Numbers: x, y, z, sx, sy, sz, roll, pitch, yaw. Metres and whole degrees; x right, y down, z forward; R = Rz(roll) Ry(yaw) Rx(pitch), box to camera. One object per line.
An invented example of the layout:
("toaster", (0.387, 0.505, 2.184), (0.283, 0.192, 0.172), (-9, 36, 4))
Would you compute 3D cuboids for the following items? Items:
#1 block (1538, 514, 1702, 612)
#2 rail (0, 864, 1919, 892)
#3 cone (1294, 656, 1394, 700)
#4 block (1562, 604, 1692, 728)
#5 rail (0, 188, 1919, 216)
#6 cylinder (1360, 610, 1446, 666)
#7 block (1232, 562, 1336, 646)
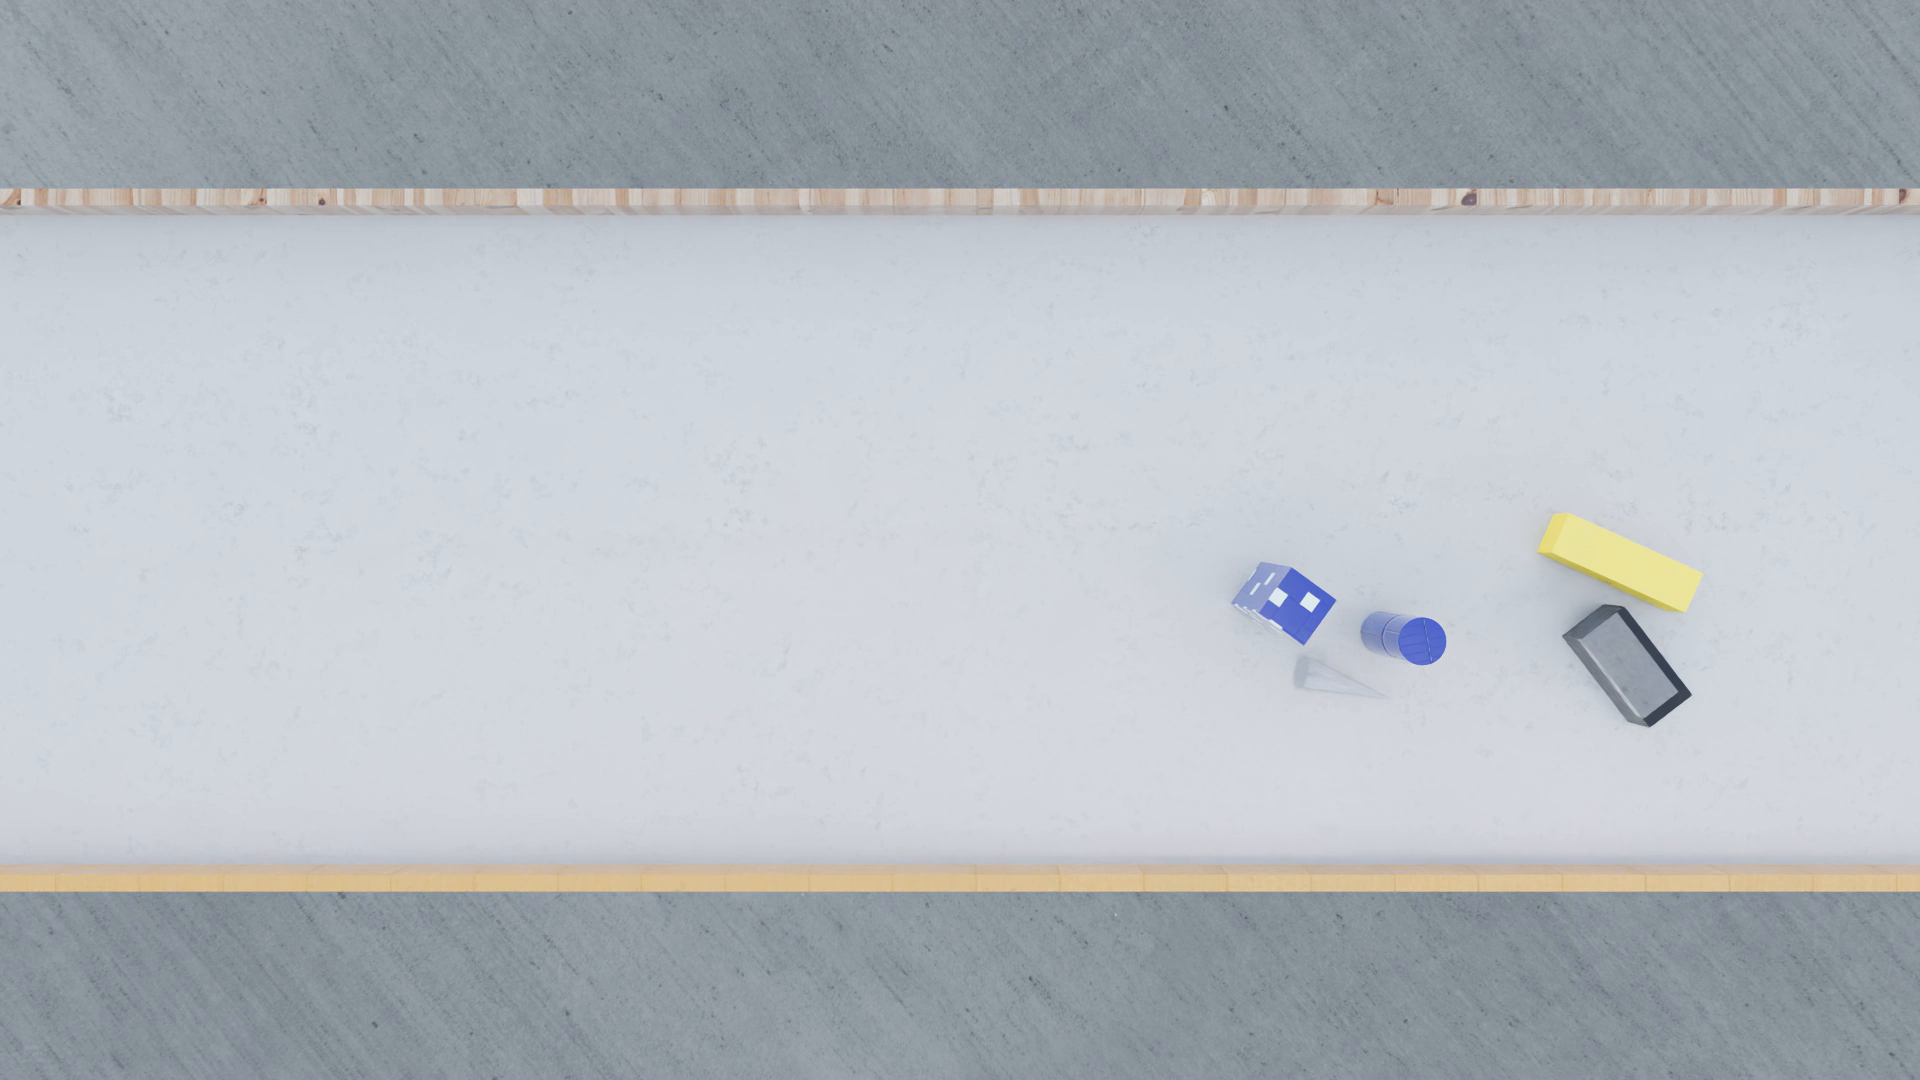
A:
("block", (2.002, 0.069, 5.012), (0.441, 0.130, 0.130), (24, 90, 0))
("rail", (-2.247, 1.025, 5.001), (12.000, 0.150, 0.050), (0, 90, 0))
("cone", (1.188, 0.447, 5.052), (0.310, 0.100, 0.100), (16, 90, -9))
("block", (2.018, 0.379, 4.996), (0.161, 0.161, 0.334), (-38, 90, 0))
("rail", (-2.247, -1.025, 5.002), (12.000, 0.150, 0.050), (0, 90, 0))
("cylinder", (1.300, 0.285, 4.857), (0.136, 0.439, 0.136), (0, 90, 0))
("block", (0.951, 0.183, 4.875), (0.160, 0.396, 0.160), (36, 90, -3))
